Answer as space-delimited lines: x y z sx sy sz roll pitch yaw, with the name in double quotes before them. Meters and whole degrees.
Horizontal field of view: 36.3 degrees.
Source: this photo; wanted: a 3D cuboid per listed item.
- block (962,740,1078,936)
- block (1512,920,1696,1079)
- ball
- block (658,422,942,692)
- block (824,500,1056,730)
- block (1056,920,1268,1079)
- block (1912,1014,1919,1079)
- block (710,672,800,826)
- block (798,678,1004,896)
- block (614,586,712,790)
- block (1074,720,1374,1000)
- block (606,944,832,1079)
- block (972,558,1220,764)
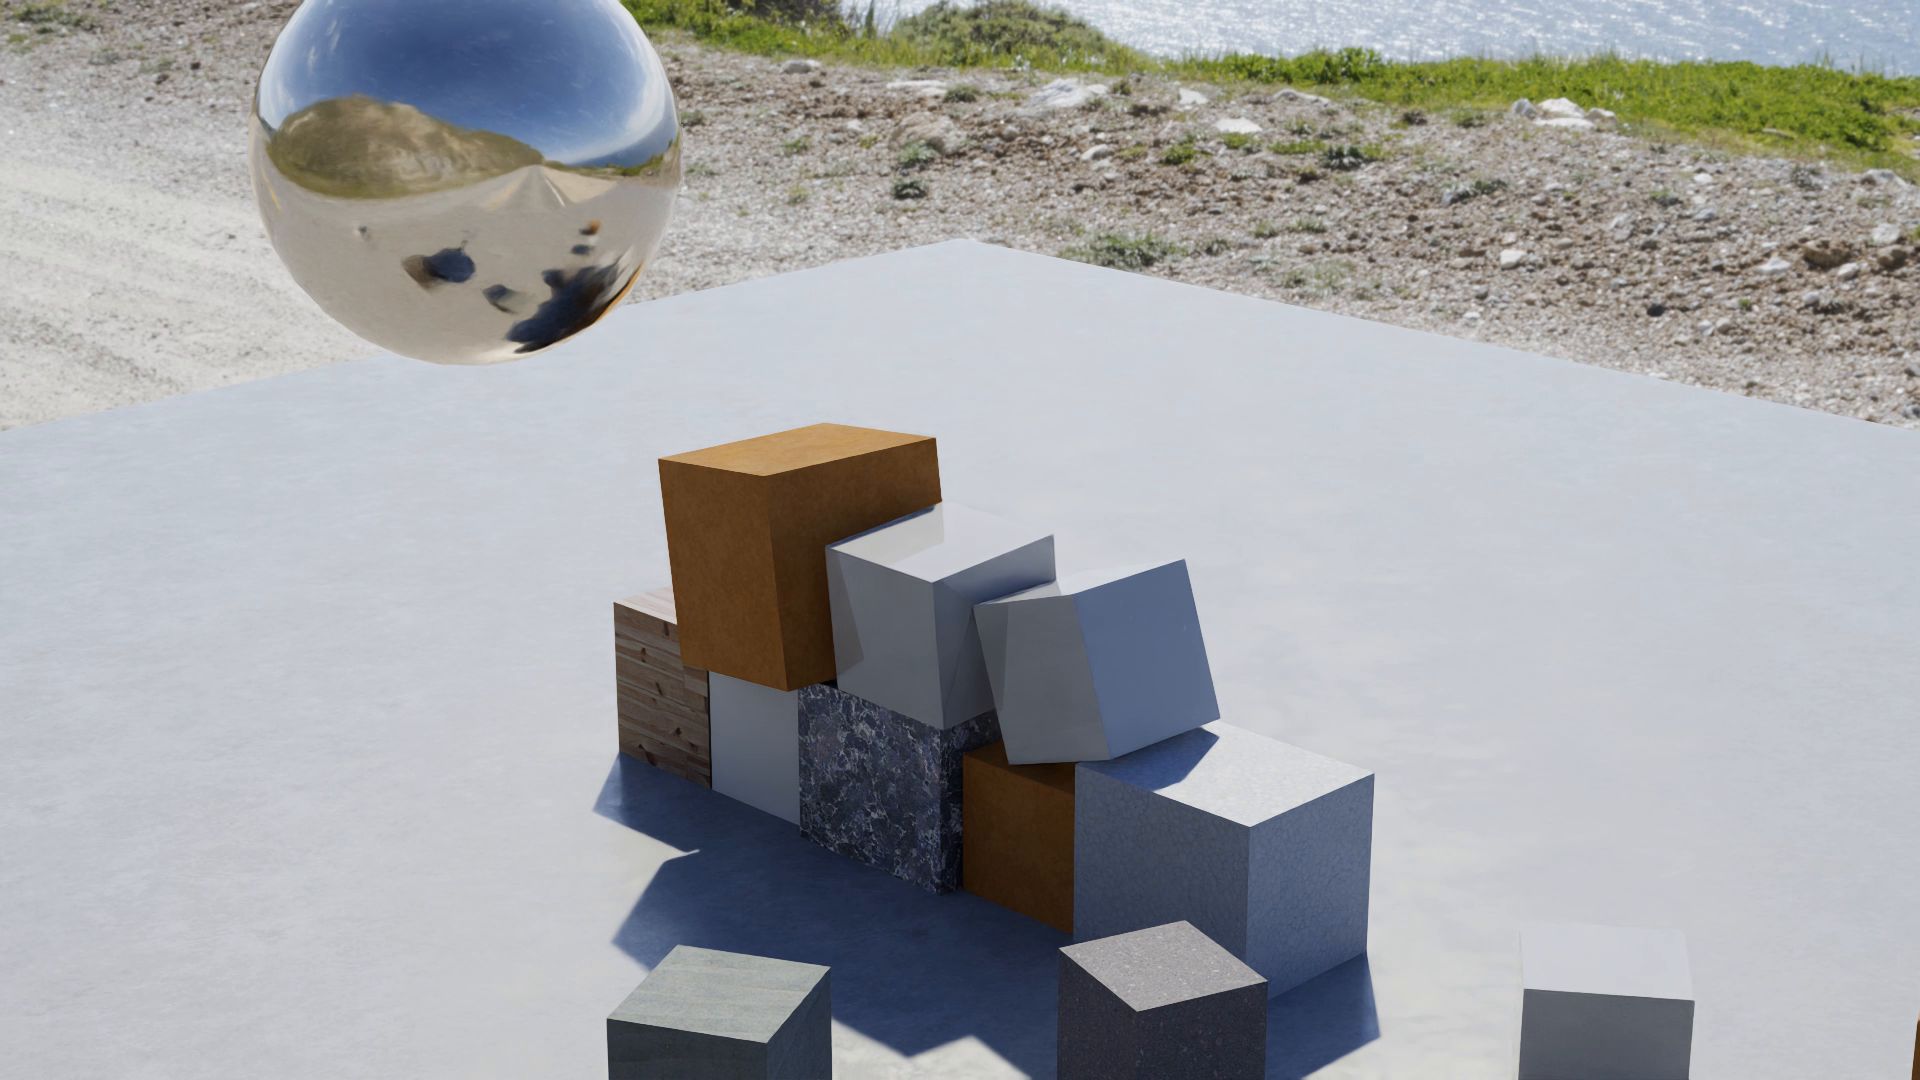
"block" 0.515 1.272 13.197 0.708 0.660 0.713 -17 24 -42
"block" 2.476 1.890 11.341 0.628 0.593 0.619 3 18 9
"ball" -1.842 -1.450 10.955 1.600 1.600 1.600 0 17 0
"block" -0.724 0.057 13.878 0.968 1.004 0.910 -14 15 -35
"block" -0.070 0.328 13.295 0.736 0.705 0.724 -21 26 -38
"block" 0.773 1.904 11.308 0.570 0.587 0.608 -9 19 -25
"block" 3.887 2.006 10.982 0.583 0.588 0.523 7 19 22
"block" -0.699 0.886 14.321 0.724 0.722 0.745 -17 24 -42
"block" -0.099 1.021 13.736 0.911 0.815 0.946 -17 24 -42
"block" -1.199 0.683 14.828 0.804 0.805 0.714 -17 24 -42
"block" 1.126 1.368 12.609 0.964 0.829 0.828 17 24 42
"block" -0.886 1.984 10.945 0.626 0.652 0.651 6 18 17
"block" 0.600 0.537 12.879 0.687 0.723 0.663 -16 5 -40
